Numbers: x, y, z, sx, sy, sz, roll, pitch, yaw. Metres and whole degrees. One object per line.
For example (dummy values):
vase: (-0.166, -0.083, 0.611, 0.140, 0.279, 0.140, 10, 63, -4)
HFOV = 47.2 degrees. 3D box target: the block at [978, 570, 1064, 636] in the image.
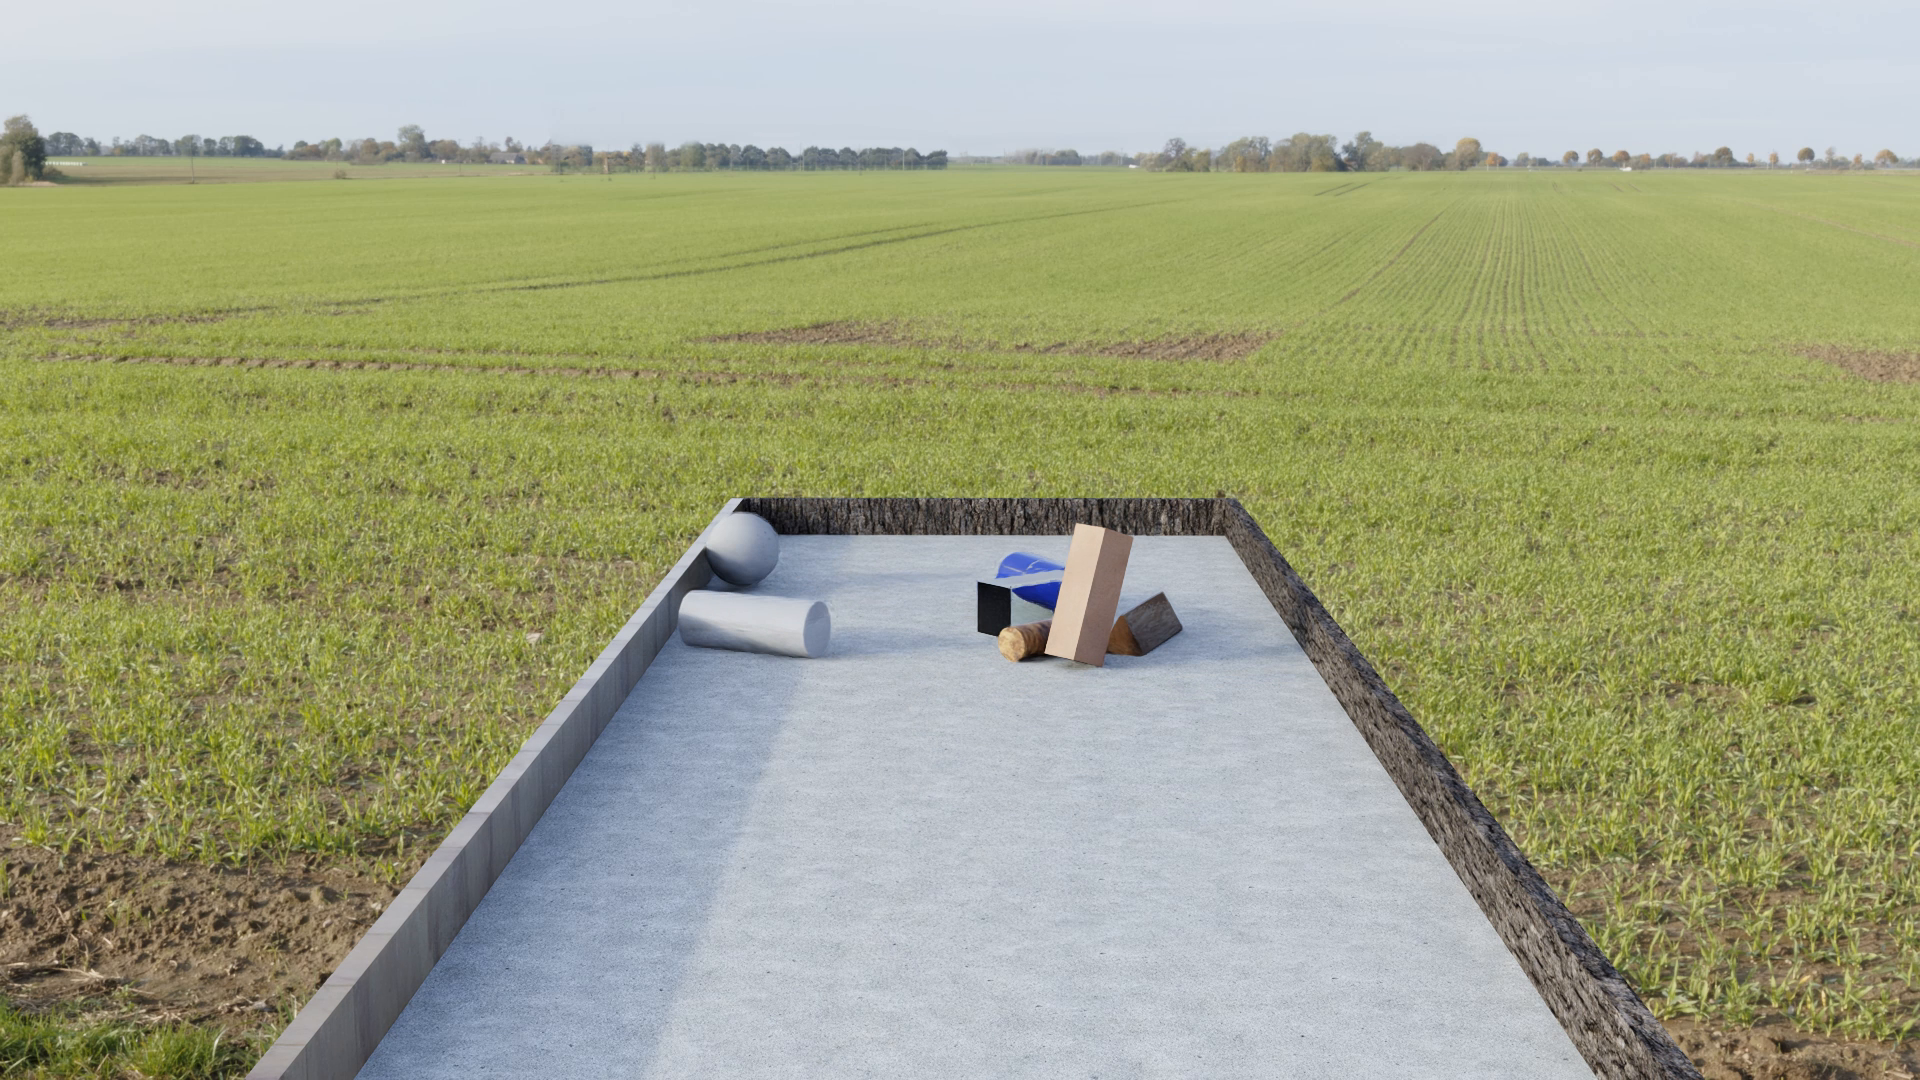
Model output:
block: (0.245, 0.208, 7.162, 0.352, 0.166, 0.166, -7, 12, -39)

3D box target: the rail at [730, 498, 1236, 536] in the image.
rail: (0.099, -0.098, 9.147, 2.100, 0.150, 0.050, 0, 9, 1)

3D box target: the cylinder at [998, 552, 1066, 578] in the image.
cylinder: (0.285, 0.149, 7.544, 0.165, 0.165, 0.372, -4, 10, -26)

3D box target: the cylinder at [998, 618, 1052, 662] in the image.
cylinder: (0.262, 0.298, 6.788, 0.106, 0.106, 0.315, 8, 12, 42)

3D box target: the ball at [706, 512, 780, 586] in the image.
ball: (-0.785, 0.035, 7.947, 0.264, 0.264, 0.264, 0, 9, 0)

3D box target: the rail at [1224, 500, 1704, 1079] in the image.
rail: (1.046, 0.843, 3.208, 0.050, 0.150, 12.000, 0, 9, 1)

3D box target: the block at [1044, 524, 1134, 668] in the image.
block: (0.389, 0.166, 6.615, 0.126, 0.403, 0.126, 17, -4, -41)

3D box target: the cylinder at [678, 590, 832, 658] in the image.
cylinder: (-0.637, 0.259, 6.815, 0.445, 0.176, 0.176, 4, 10, 25)

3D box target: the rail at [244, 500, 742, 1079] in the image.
rail: (-1.004, 0.839, 3.234, 0.050, 0.150, 12.000, 0, 9, 1)

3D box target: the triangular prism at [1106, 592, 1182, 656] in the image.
triangular prism: (0.577, 0.258, 6.965, 0.141, 0.122, 0.440, 3, 10, 21)
